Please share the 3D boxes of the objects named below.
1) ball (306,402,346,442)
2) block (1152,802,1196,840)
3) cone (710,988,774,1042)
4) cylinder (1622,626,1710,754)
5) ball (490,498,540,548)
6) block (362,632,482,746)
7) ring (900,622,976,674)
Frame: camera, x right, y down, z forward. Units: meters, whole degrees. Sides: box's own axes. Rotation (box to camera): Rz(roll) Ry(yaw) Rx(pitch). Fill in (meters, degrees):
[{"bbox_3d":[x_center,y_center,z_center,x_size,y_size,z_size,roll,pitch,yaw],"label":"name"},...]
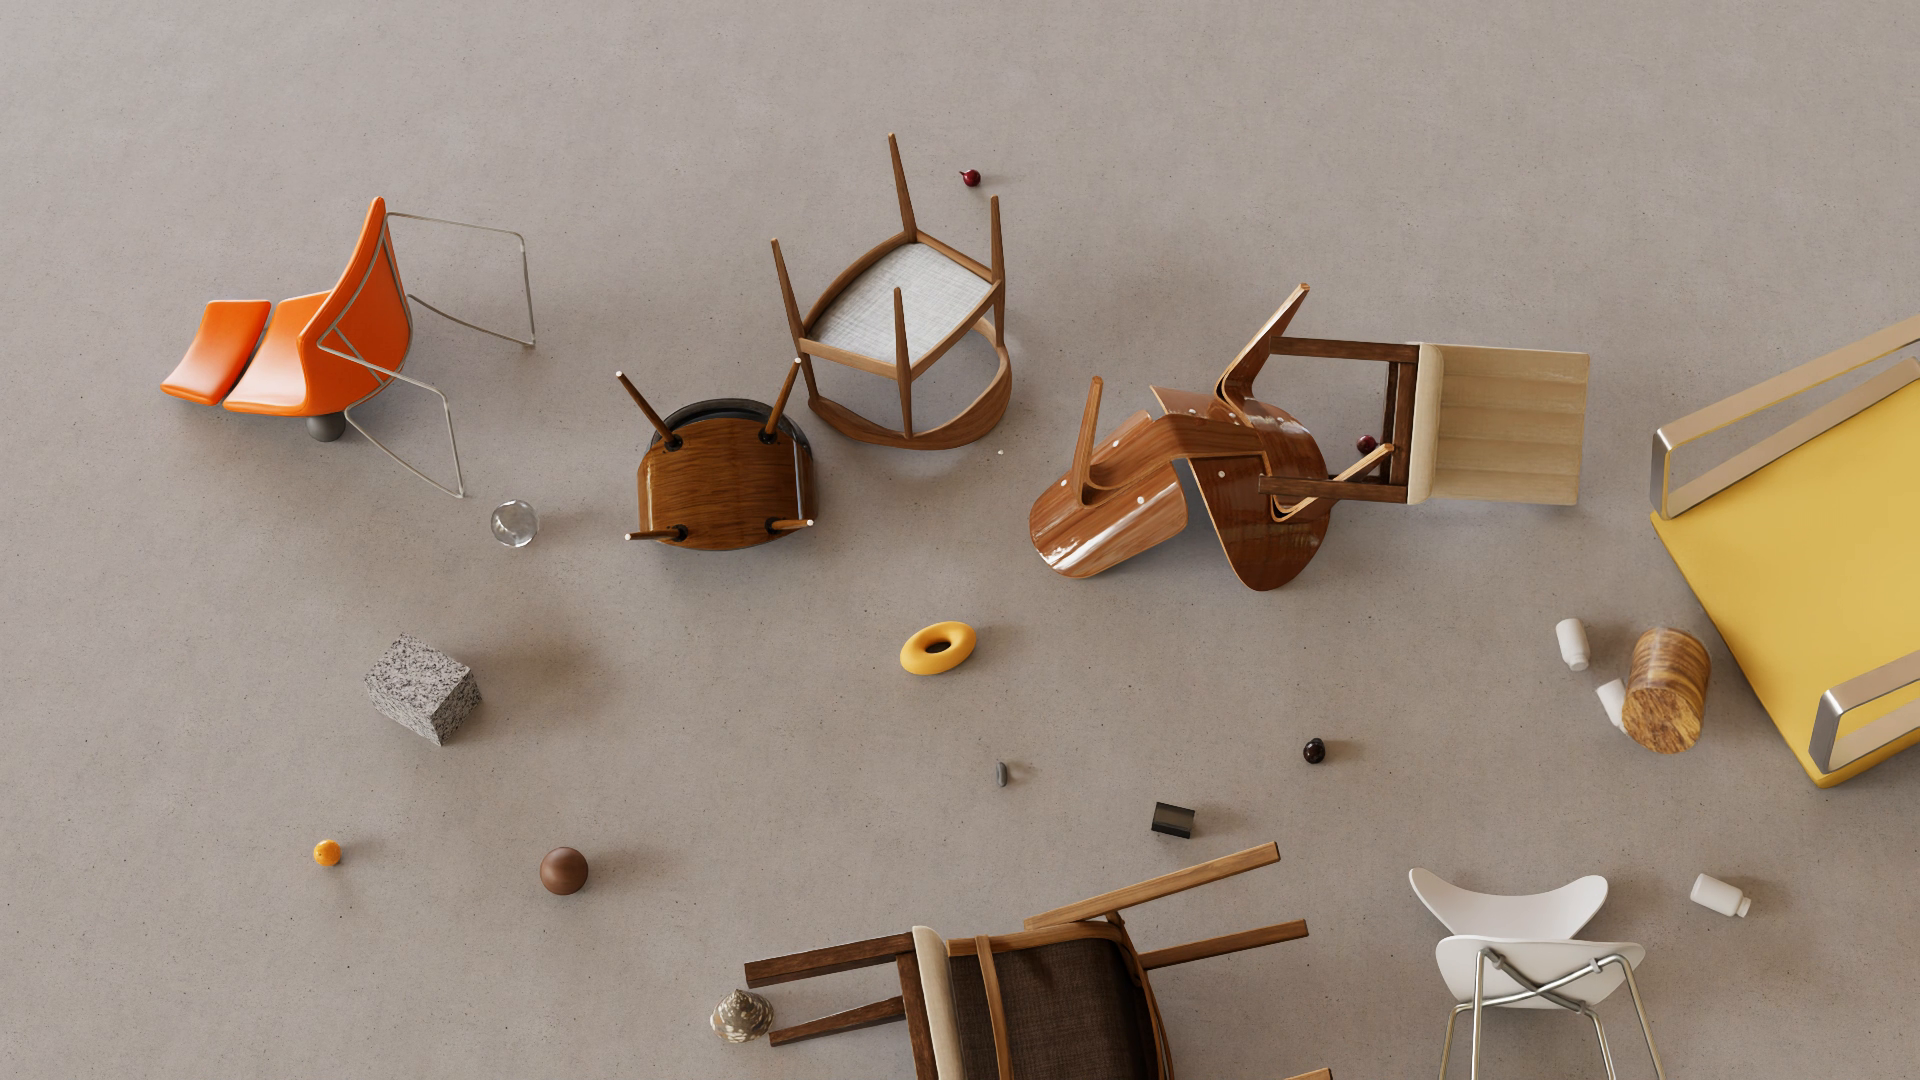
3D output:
[{"bbox_3d":[-1.945,-0.360,6.742,0.121,0.121,0.121,0,56,0],"label":"ball"},{"bbox_3d":[0.584,0.768,6.021,0.107,0.063,0.057,12,57,8],"label":"block"},{"bbox_3d":[-0.568,1.192,5.658,0.166,0.192,0.139,-8,57,-5],"label":"cone"},{"bbox_3d":[1.966,0.417,6.119,0.202,0.237,0.270,-15,28,34],"label":"cylinder"},{"bbox_3d":[-1.320,-0.050,6.521,0.144,0.144,0.144,0,56,0],"label":"ball"},{"bbox_3d":[-1.512,0.420,6.189,0.238,0.171,0.182,26,60,17],"label":"block"},{"bbox_3d":[-0.062,0.310,6.318,0.236,0.082,0.139,-22,60,-15],"label":"ring"}]
